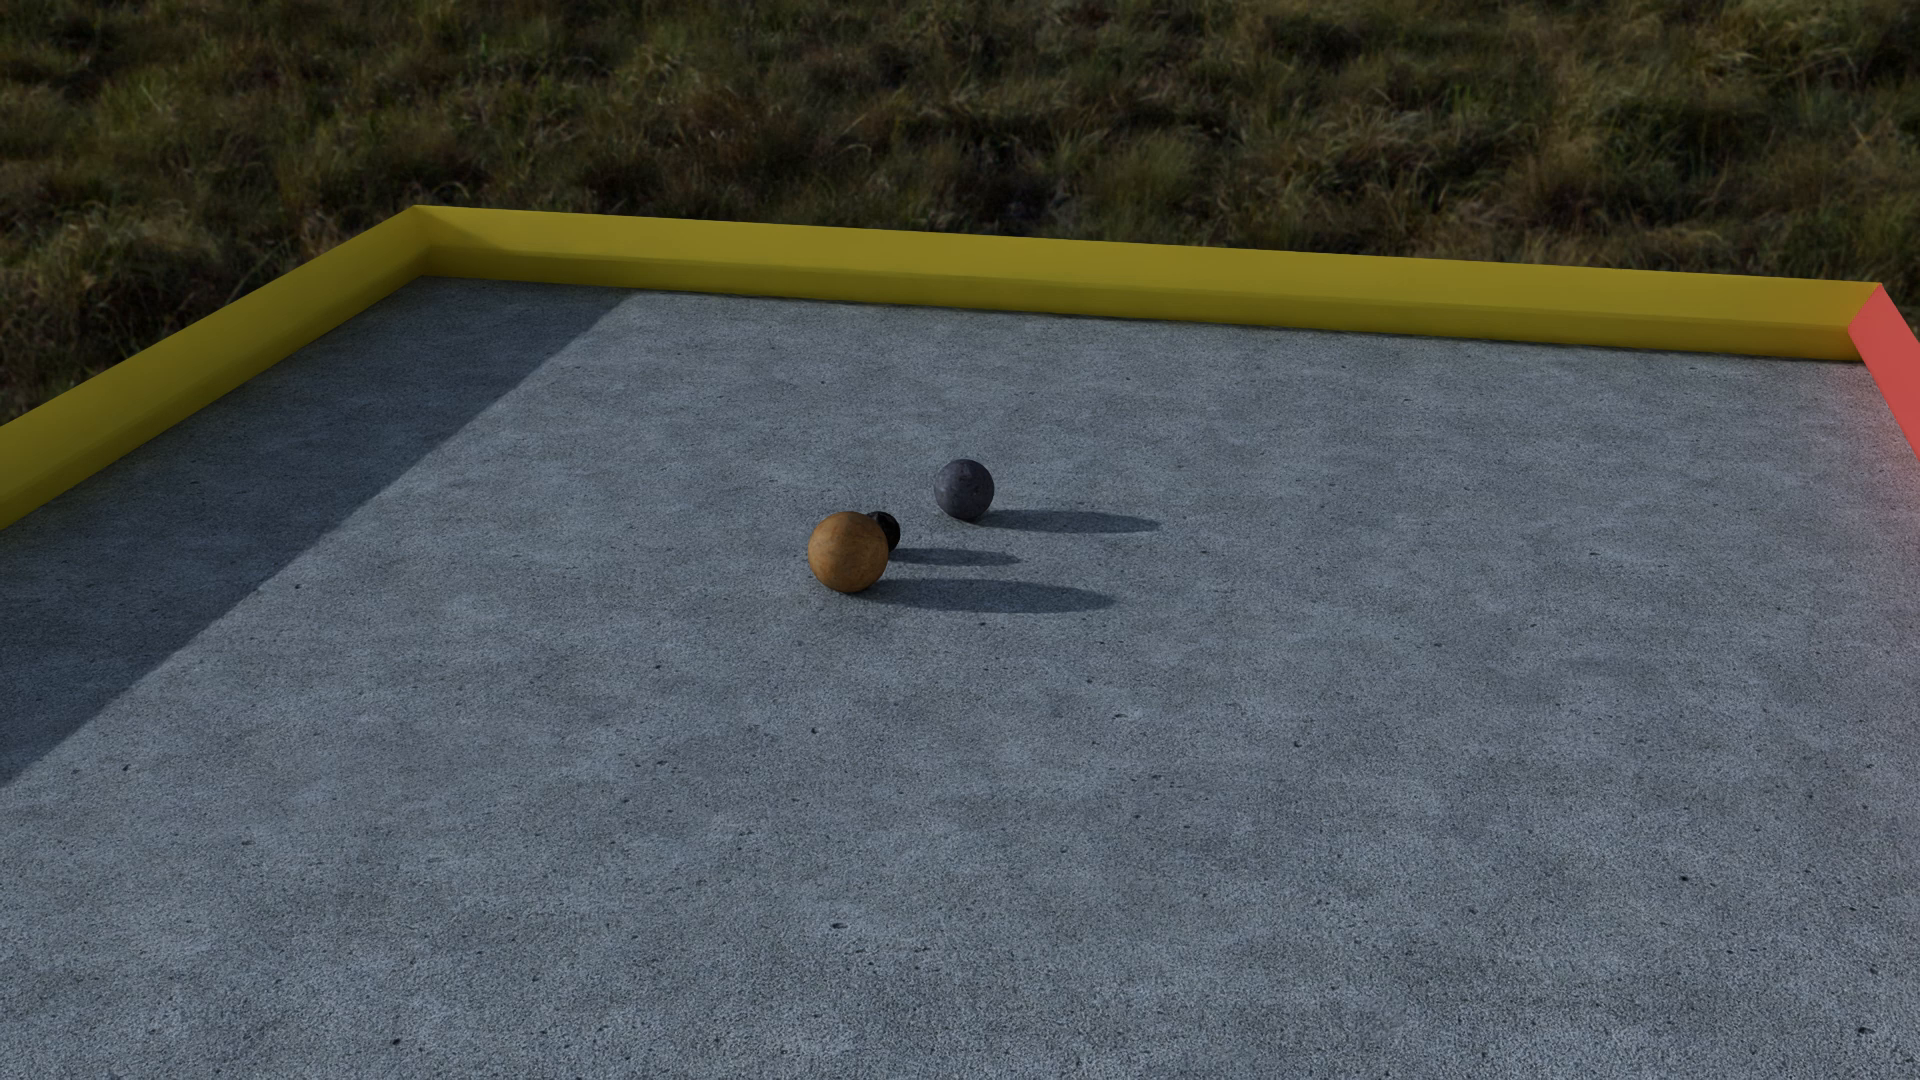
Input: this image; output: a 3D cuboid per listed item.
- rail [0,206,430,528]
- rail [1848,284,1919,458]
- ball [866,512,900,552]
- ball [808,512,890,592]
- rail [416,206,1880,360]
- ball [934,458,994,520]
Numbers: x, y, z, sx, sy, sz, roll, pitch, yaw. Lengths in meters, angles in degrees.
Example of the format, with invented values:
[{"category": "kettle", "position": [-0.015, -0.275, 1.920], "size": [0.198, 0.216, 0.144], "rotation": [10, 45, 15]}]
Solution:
[{"category": "rail", "position": [-1.351, 0.283, 1.808], "size": [0.045, 0.121, 4.290], "rotation": [5, 23, 11]}, {"category": "rail", "position": [0.903, 0.465, 1.363], "size": [0.045, 0.121, 4.290], "rotation": [5, 23, 11]}, {"category": "ball", "position": [-0.097, -0.008, 2.612], "size": [0.053, 0.053, 0.053], "rotation": [0, 22, 0]}, {"category": "ball", "position": [-0.127, 0.014, 2.507], "size": [0.093, 0.093, 0.093], "rotation": [0, 22, 0]}, {"category": "rail", "position": [0.219, -0.411, 3.506], "size": [2.352, 0.121, 0.045], "rotation": [5, 23, 11]}, {"category": "ball", "position": [0.005, -0.063, 2.718], "size": [0.075, 0.075, 0.075], "rotation": [0, 22, 0]}]
